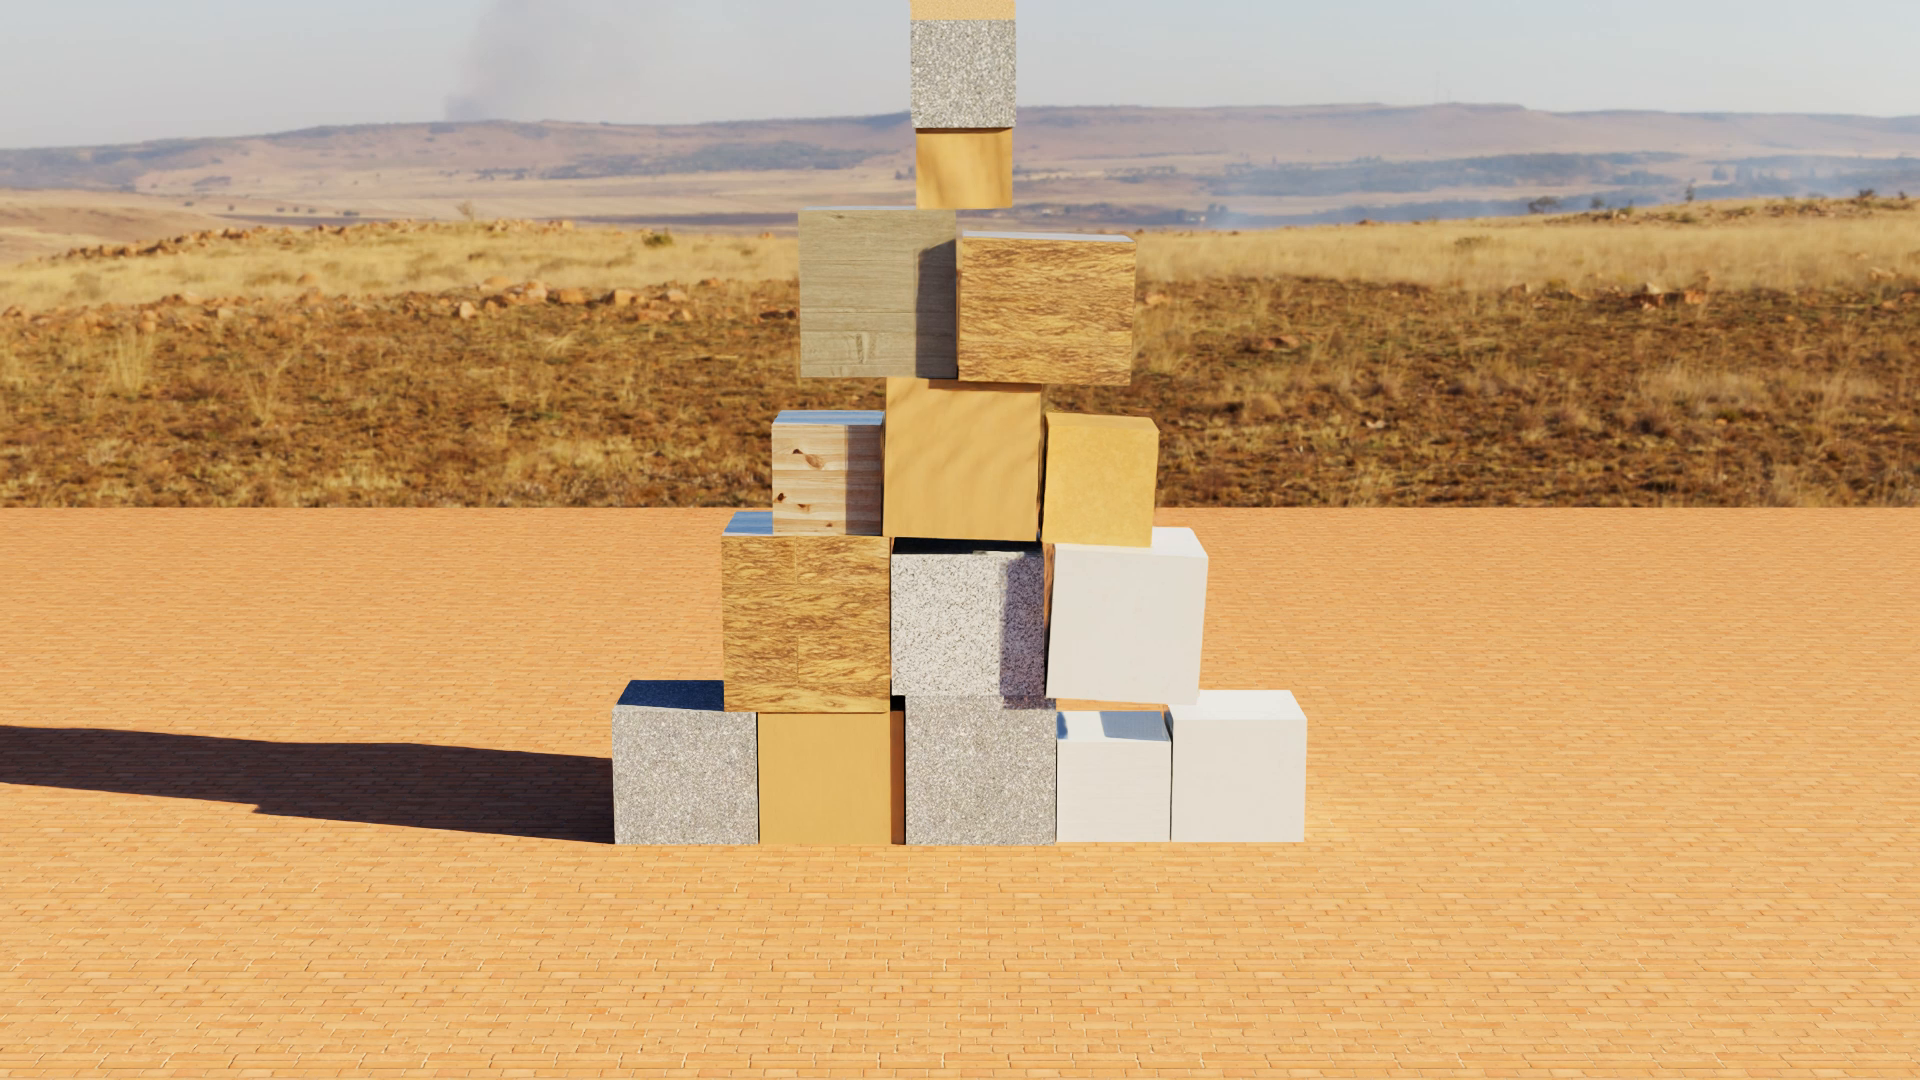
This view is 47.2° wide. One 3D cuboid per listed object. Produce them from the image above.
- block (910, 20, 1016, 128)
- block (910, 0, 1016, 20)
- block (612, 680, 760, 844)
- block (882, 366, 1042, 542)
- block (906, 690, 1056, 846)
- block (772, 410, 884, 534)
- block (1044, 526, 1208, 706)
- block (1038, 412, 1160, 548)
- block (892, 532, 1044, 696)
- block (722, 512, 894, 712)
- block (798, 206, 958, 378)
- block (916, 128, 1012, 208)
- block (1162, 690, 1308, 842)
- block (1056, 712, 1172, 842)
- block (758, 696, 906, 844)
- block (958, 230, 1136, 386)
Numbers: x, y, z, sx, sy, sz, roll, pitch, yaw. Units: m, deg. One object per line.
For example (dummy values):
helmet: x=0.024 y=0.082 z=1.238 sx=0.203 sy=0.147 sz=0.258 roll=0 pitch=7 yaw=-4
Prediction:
block: x=0.016 y=-2.276 z=10.766 sx=0.502 sy=0.504 sz=0.502 roll=0 pitch=10 yaw=0
block: x=0.012 y=-2.787 z=10.693 sx=0.501 sy=0.528 sz=0.537 roll=0 pitch=10 yaw=0
block: x=-1.381 y=1.139 z=11.368 sx=0.721 sy=0.692 sz=0.659 roll=0 pitch=10 yaw=0
block: x=0.009 y=-0.454 z=11.091 sx=0.750 sy=0.785 sz=0.699 roll=2 pitch=10 yaw=0
block: x=0.104 y=1.092 z=11.381 sx=0.752 sy=0.779 sz=0.726 roll=0 pitch=10 yaw=0
block: x=-0.656 y=-0.347 z=11.104 sx=0.534 sy=0.547 sz=0.586 roll=0 pitch=10 yaw=0
block: x=0.822 y=0.360 z=11.236 sx=0.750 sy=0.750 sz=0.817 roll=3 pitch=10 yaw=-1
block: x=0.695 y=-0.310 z=11.142 sx=0.542 sy=0.587 sz=0.532 roll=3 pitch=10 yaw=-1
block: x=0.039 y=0.364 z=11.260 sx=0.756 sy=0.698 sz=0.739 roll=0 pitch=10 yaw=0
block: x=-0.763 y=0.354 z=11.262 sx=0.828 sy=0.891 sz=0.736 roll=0 pitch=10 yaw=0
block: x=-0.396 y=-1.249 z=10.956 sx=0.757 sy=0.804 sz=0.681 roll=0 pitch=10 yaw=0
block: x=0.019 y=-1.839 z=10.854 sx=0.466 sy=0.387 sz=0.470 roll=0 pitch=10 yaw=0
block: x=1.407 y=1.162 z=11.380 sx=0.671 sy=0.641 sz=0.597 roll=0 pitch=10 yaw=0
block: x=0.776 y=1.218 z=11.398 sx=0.571 sy=0.524 sz=0.609 roll=0 pitch=10 yaw=0
block: x=-0.646 y=1.136 z=11.385 sx=0.729 sy=0.691 sz=0.676 roll=0 pitch=10 yaw=0
block: x=0.418 y=-1.166 z=10.958 sx=0.829 sy=0.690 sz=0.771 roll=2 pitch=10 yaw=0
